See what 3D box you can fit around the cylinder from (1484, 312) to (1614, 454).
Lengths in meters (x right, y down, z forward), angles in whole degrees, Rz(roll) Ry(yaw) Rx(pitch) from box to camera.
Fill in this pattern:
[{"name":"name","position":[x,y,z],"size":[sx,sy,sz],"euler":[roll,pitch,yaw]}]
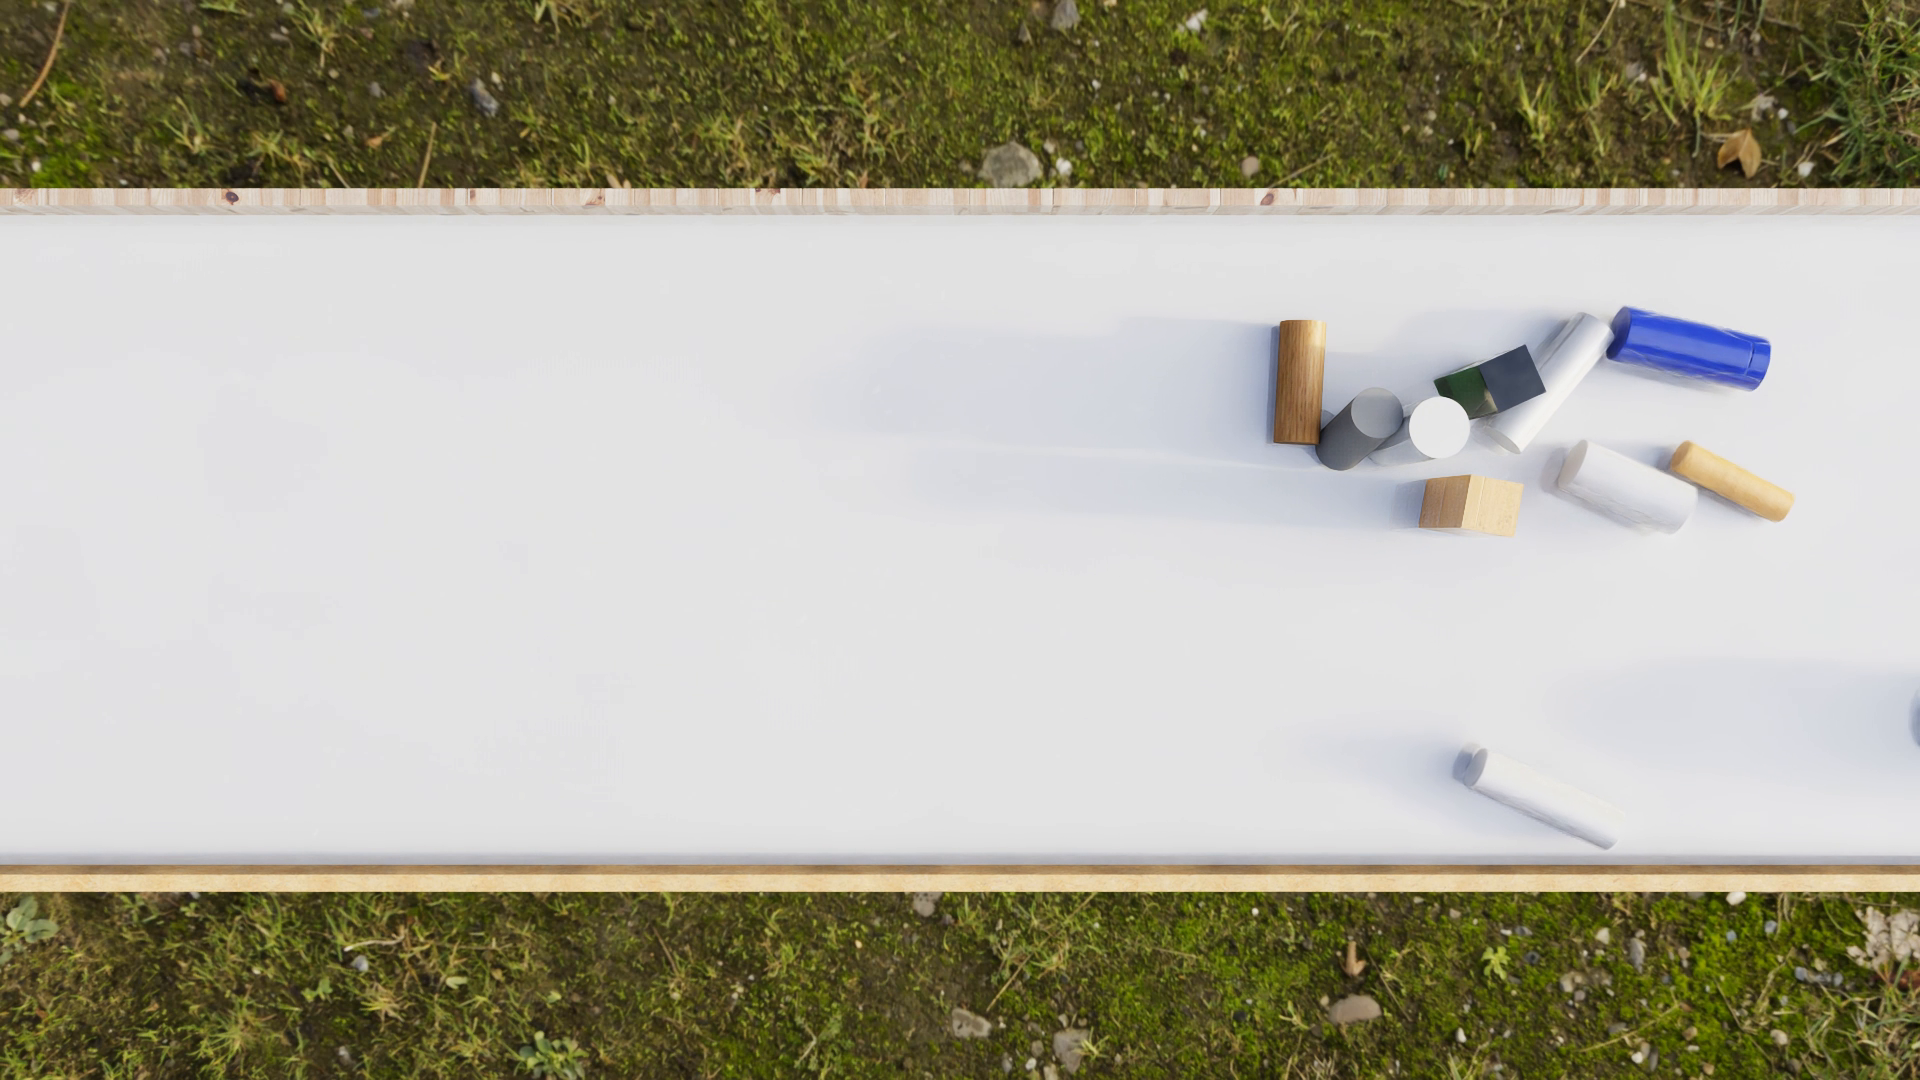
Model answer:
[{"name":"cylinder","position":[1.788,-0.476,5.008],"size":[0.137,0.137,0.447],"euler":[39,90,0]}]

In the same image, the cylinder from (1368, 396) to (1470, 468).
[{"name":"cylinder","position":[1.337,-0.313,4.855],"size":[0.174,0.433,0.174],"euler":[0,89,-3]}]

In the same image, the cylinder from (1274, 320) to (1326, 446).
[{"name":"cylinder","position":[1.032,-0.477,5.008],"size":[0.138,0.138,0.366],"euler":[3,90,0]}]

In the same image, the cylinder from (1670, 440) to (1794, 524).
[{"name":"cylinder","position":[2.351,-0.177,5.026],"size":[0.356,0.100,0.100],"euler":[27,90,0]}]

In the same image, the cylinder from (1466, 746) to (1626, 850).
[{"name":"cylinder","position":[1.776,0.784,5.009],"size":[0.456,0.135,0.135],"euler":[24,90,0]}]

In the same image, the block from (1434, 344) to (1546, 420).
[{"name":"block","position":[1.553,-0.454,4.857],"size":[0.147,0.439,0.147],"euler":[-24,90,0]}]

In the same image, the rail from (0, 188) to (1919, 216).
[{"name":"rail","position":[-2.247,-1.025,5.002],"size":[12.000,0.150,0.050],"euler":[0,90,0]}]

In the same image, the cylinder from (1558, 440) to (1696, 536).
[{"name":"cylinder","position":[2.018,-0.160,4.994],"size":[0.354,0.164,0.164],"euler":[23,90,0]}]

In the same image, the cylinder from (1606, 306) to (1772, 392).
[{"name":"cylinder","position":[2.202,-0.578,4.994],"size":[0.432,0.165,0.165],"euler":[13,90,0]}]

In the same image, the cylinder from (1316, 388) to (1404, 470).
[{"name":"cylinder","position":[1.174,-0.323,4.870],"size":[0.150,0.390,0.150],"euler":[1,79,-3]}]

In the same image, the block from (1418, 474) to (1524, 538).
[{"name":"block","position":[1.505,-0.098,4.876],"size":[0.154,0.396,0.154],"euler":[10,90,-2]}]

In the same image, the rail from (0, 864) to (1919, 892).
[{"name":"rail","position":[-2.247,1.025,5.001],"size":[12.000,0.150,0.050],"euler":[0,90,0]}]
